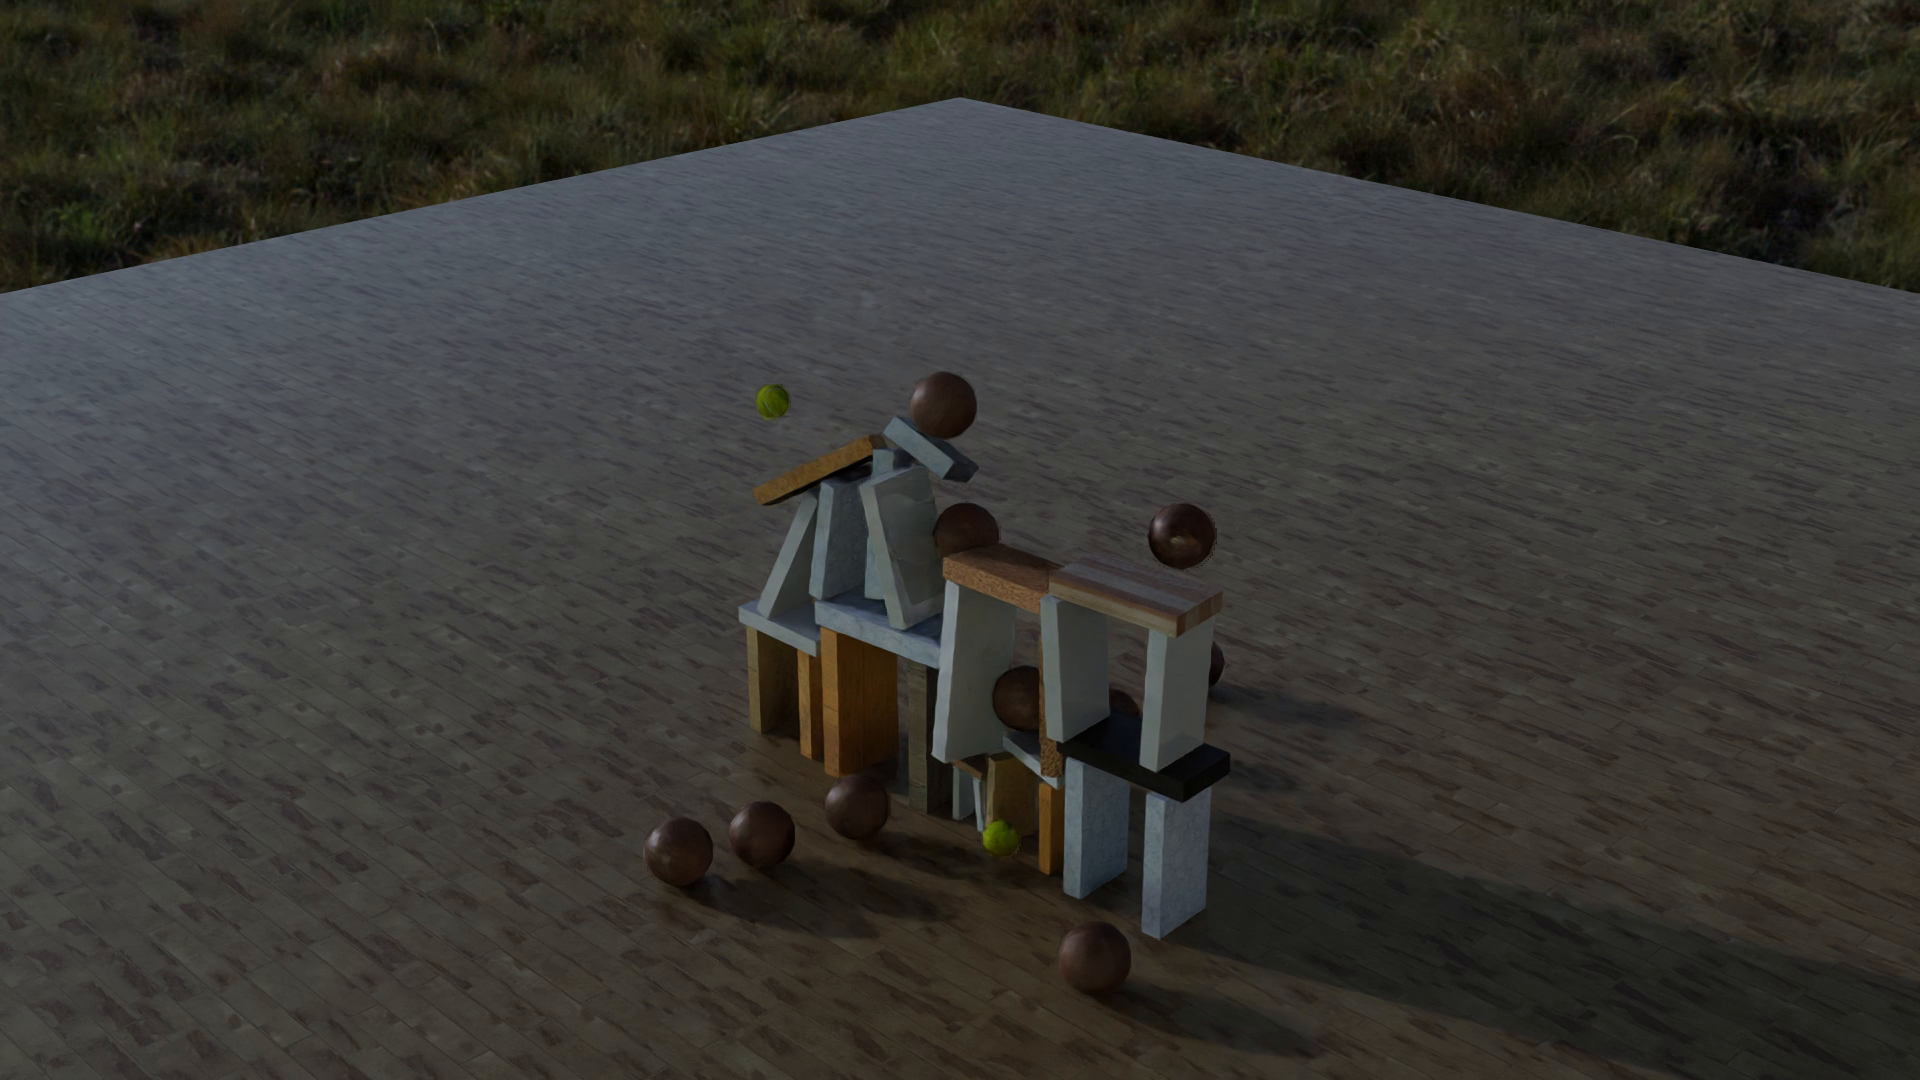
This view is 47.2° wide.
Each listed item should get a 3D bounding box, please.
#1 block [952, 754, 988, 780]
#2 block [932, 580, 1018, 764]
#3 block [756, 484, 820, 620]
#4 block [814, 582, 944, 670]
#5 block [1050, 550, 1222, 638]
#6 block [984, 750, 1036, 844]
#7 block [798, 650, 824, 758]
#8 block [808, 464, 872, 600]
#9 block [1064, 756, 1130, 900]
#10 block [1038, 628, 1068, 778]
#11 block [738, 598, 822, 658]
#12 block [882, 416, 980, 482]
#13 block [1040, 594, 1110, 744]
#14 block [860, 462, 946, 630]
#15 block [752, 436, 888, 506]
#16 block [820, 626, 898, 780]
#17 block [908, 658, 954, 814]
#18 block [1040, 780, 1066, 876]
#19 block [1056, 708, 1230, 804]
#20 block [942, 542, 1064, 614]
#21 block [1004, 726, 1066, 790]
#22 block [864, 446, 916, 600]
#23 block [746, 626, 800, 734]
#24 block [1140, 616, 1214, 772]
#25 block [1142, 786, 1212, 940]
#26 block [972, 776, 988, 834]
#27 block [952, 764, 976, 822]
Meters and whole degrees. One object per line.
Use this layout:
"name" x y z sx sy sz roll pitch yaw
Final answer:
"block" 0.019 0.435 4.371 0.123 0.017 0.062 28 31 35
"block" 0.030 0.246 4.308 0.148 0.375 0.042 -11 26 -36
"block" -0.312 0.014 4.570 0.131 0.363 0.037 -23 60 -41
"block" -0.113 0.166 4.448 0.337 0.048 0.168 18 29 36
"block" 0.312 0.094 3.920 0.279 0.040 0.139 18 30 37
"block" 0.101 0.502 4.329 0.096 0.192 0.027 -11 29 -25
"block" -0.283 0.329 4.668 0.124 0.248 0.035 -21 31 -41
"block" -0.236 -0.015 4.474 0.037 0.262 0.131 30 36 33
"block" 0.260 0.521 4.163 0.041 0.290 0.145 19 30 38
"block" 0.186 0.282 4.153 0.042 0.297 0.148 4 23 13
"block" -0.342 0.175 4.666 0.124 0.035 0.248 -21 31 -41
"block" -0.056 -0.181 4.426 0.149 0.042 0.298 38 6 8
"block" 0.212 0.217 4.040 0.040 0.279 0.139 15 28 39
"block" -0.102 0.011 4.361 0.042 0.298 0.149 3 21 45
"block" -0.281 -0.141 4.463 0.262 0.037 0.131 -24 -2 11
"block" -0.208 0.315 4.587 0.048 0.337 0.168 21 31 41
"block" -0.032 0.370 4.457 0.048 0.337 0.168 18 29 36
"block" 0.195 0.541 4.241 0.027 0.192 0.096 19 30 39
"block" 0.336 0.391 4.045 0.290 0.041 0.145 19 30 37
"block" 0.124 0.076 4.166 0.148 0.042 0.297 -15 25 -42
"block" 0.175 0.418 4.248 0.096 0.027 0.192 -13 26 -28
"block" -0.141 -0.036 4.440 0.042 0.298 0.149 5 6 16
"block" -0.400 0.283 4.776 0.124 0.248 0.035 -21 31 -41
"block" 0.388 0.263 3.930 0.040 0.279 0.139 23 33 37
"block" 0.398 0.573 4.038 0.041 0.290 0.145 19 30 38
"block" 0.060 0.516 4.384 0.062 0.123 0.017 -18 21 -35
"block" 0.012 0.498 4.427 0.017 0.123 0.062 21 31 37
